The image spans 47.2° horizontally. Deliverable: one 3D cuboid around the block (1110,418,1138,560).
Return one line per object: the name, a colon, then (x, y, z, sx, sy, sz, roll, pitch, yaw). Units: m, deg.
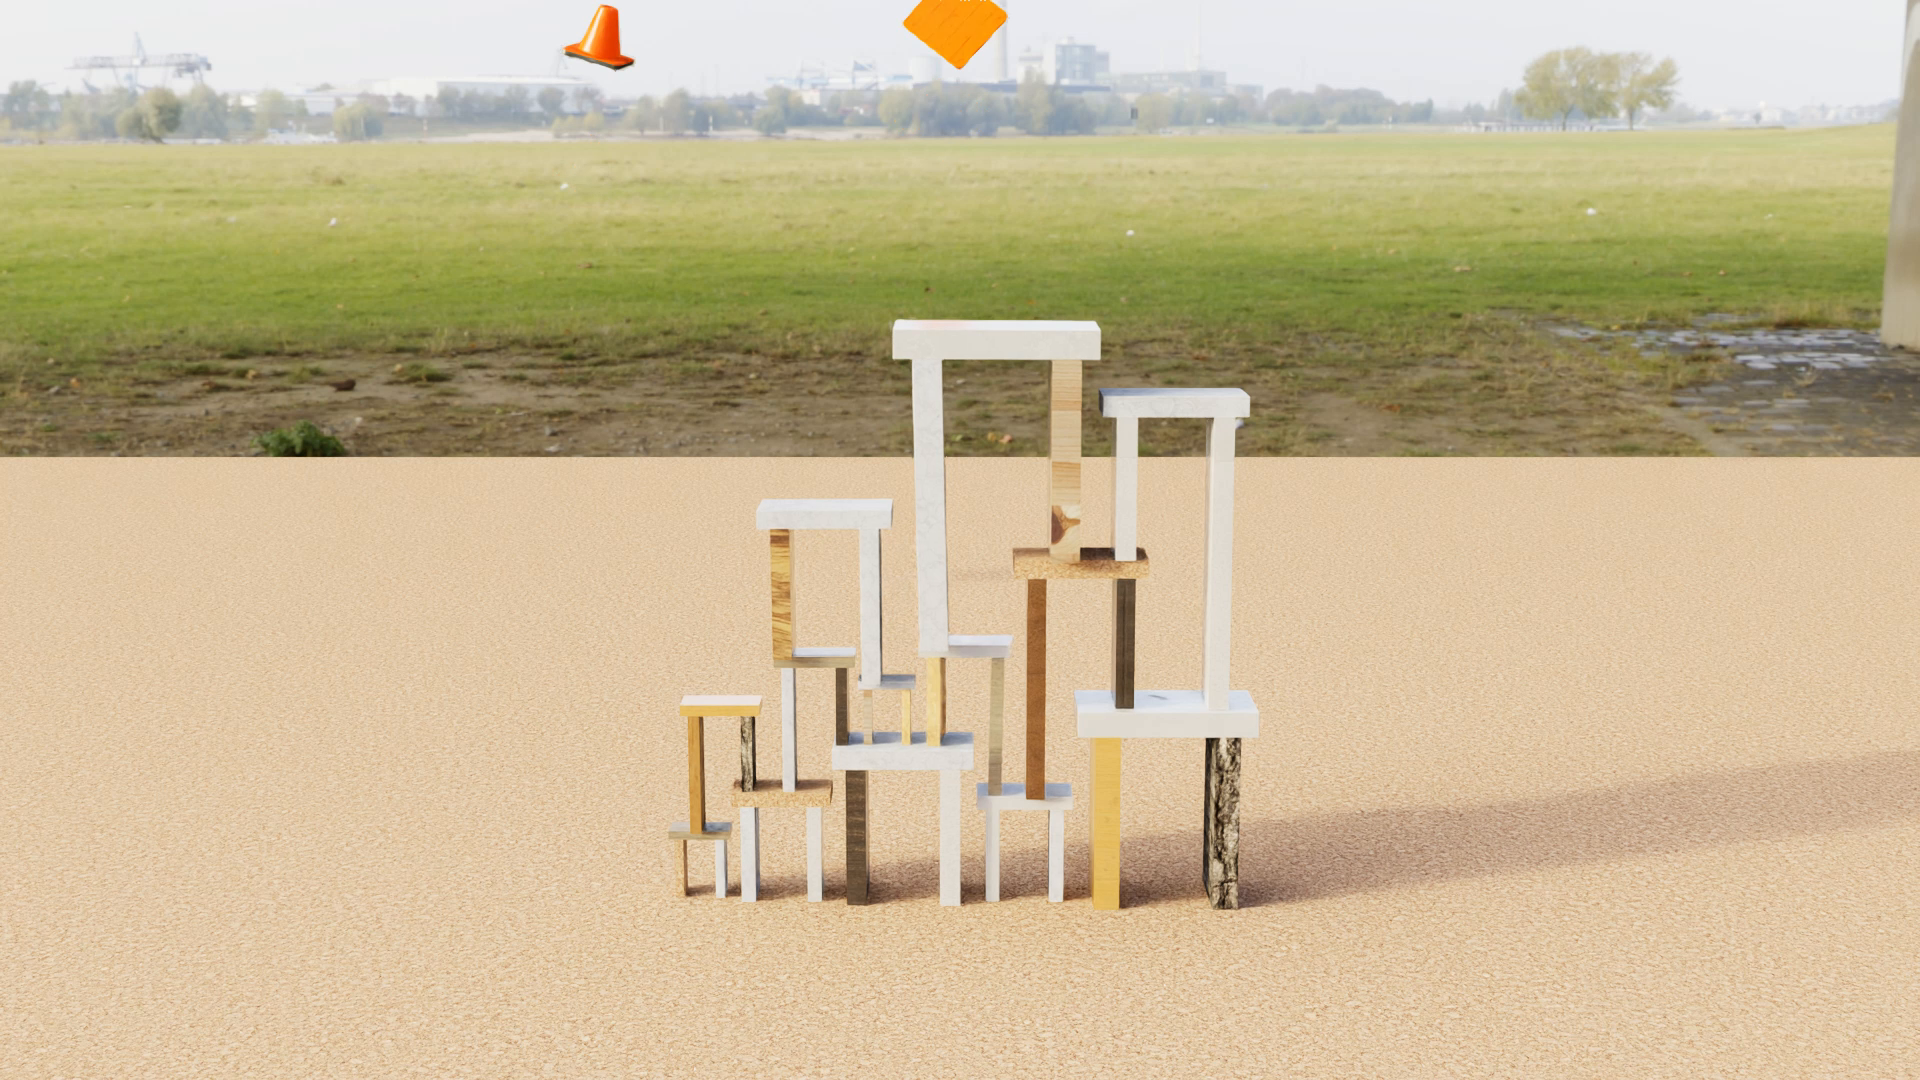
block: (0.264, -0.090, 3.539, 0.033, 0.230, 0.115, 0, 11, 0)

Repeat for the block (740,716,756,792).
block: (-0.348, 0.344, 3.622, 0.018, 0.129, 0.064, 0, 11, 0)

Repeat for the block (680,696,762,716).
block: (-0.391, 0.272, 3.608, 0.129, 0.018, 0.064, 0, 11, 0)

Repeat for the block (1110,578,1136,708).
block: (0.266, 0.158, 3.590, 0.030, 0.215, 0.108, 0, 11, 0)

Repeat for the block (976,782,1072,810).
block: (0.106, 0.424, 3.639, 0.157, 0.022, 0.079, 0, 11, 0)

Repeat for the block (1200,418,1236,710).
block: (0.417, 0.030, 3.561, 0.033, 0.476, 0.115, 0, 11, 0)

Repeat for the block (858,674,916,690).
block: (-0.119, 0.232, 3.603, 0.094, 0.013, 0.047, 0, 11, 1)

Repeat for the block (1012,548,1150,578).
block: (0.195, 0.037, 3.567, 0.215, 0.030, 0.108, 0, 11, -1)

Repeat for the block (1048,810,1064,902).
block: (0.159, 0.513, 3.655, 0.022, 0.157, 0.079, 0, 11, 0)

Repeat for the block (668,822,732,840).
block: (-0.431, 0.483, 3.654, 0.101, 0.014, 0.050, 0, 11, 0)

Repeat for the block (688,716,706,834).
block: (-0.434, 0.379, 3.628, 0.018, 0.200, 0.064, 0, 11, 0)

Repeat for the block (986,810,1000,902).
block: (0.054, 0.512, 3.656, 0.022, 0.157, 0.079, 0, 11, 0)

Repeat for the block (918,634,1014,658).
block: (0.011, 0.173, 3.588, 0.149, 0.021, 0.075, 0, 10, 7)

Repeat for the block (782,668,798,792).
block: (-0.280, 0.304, 3.618, 0.019, 0.208, 0.066, 0, 11, 0)

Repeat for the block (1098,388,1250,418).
block: (0.340, -0.220, 3.514, 0.230, 0.033, 0.115, 0, 11, 0)

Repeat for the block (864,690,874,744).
block: (-0.151, 0.285, 3.613, 0.013, 0.094, 0.047, 0, 10, 0)

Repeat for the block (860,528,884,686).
block: (-0.144, 0.099, 3.582, 0.030, 0.257, 0.107, 0, 11, 0)

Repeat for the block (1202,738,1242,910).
block: (0.433, 0.448, 3.638, 0.041, 0.291, 0.145, 0, 11, 0)

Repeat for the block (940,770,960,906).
block: (-0.016, 0.477, 3.648, 0.033, 0.230, 0.115, 0, 10, 0)

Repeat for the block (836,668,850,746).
block: (-0.193, 0.266, 3.612, 0.019, 0.131, 0.066, 0, 11, 0)

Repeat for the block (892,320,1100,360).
block: (0.057, -0.319, 3.500, 0.323, 0.046, 0.162, 0, 11, 0)

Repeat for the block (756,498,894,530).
block: (-0.217, -0.042, 3.553, 0.214, 0.030, 0.107, 0, 11, 0)

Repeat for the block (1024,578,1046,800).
block: (0.123, 0.233, 3.602, 0.030, 0.367, 0.108, 0, 11, 0)

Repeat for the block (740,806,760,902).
block: (-0.348, 0.510, 3.655, 0.023, 0.163, 0.081, 0, 11, 0)

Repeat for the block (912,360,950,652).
block: (-0.046, -0.066, 3.543, 0.046, 0.467, 0.162, -1, 11, 0)

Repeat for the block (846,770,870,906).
block: (-0.169, 0.476, 3.649, 0.033, 0.230, 0.115, 0, 10, 0)

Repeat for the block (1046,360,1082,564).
block: (0.167, -0.137, 3.534, 0.046, 0.323, 0.162, 0, 11, 0)

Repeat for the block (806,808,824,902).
block: (-0.240, 0.510, 3.655, 0.023, 0.163, 0.081, 0, 11, 0)

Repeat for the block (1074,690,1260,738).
block: (0.336, 0.285, 3.608, 0.291, 0.041, 0.145, 0, 11, 0)

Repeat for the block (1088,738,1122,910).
block: (0.239, 0.448, 3.638, 0.041, 0.291, 0.145, 0, 11, 0)

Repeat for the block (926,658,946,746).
block: (-0.039, 0.257, 3.611, 0.021, 0.149, 0.075, 1, 10, 7)

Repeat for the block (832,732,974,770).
block: (-0.093, 0.347, 3.624, 0.230, 0.033, 0.115, 0, 10, 0)

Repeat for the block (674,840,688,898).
block: (-0.464, 0.540, 3.664, 0.014, 0.101, 0.050, 0, 11, 0)

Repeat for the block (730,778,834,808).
block: (-0.294, 0.418, 3.638, 0.163, 0.023, 0.081, 0, 11, 0)

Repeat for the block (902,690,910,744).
block: (-0.088, 0.285, 3.613, 0.013, 0.094, 0.047, 0, 10, 0)

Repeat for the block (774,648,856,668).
block: (-0.237, 0.192, 3.597, 0.131, 0.019, 0.066, 0, 11, 0)

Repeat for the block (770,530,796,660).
block: (-0.287, 0.078, 3.576, 0.030, 0.214, 0.107, 0, 11, 0)

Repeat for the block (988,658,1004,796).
block: (0.060, 0.298, 3.619, 0.021, 0.233, 0.075, 1, 11, 0)

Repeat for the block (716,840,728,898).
block: (-0.397, 0.540, 3.664, 0.014, 0.101, 0.050, 0, 11, 0)
